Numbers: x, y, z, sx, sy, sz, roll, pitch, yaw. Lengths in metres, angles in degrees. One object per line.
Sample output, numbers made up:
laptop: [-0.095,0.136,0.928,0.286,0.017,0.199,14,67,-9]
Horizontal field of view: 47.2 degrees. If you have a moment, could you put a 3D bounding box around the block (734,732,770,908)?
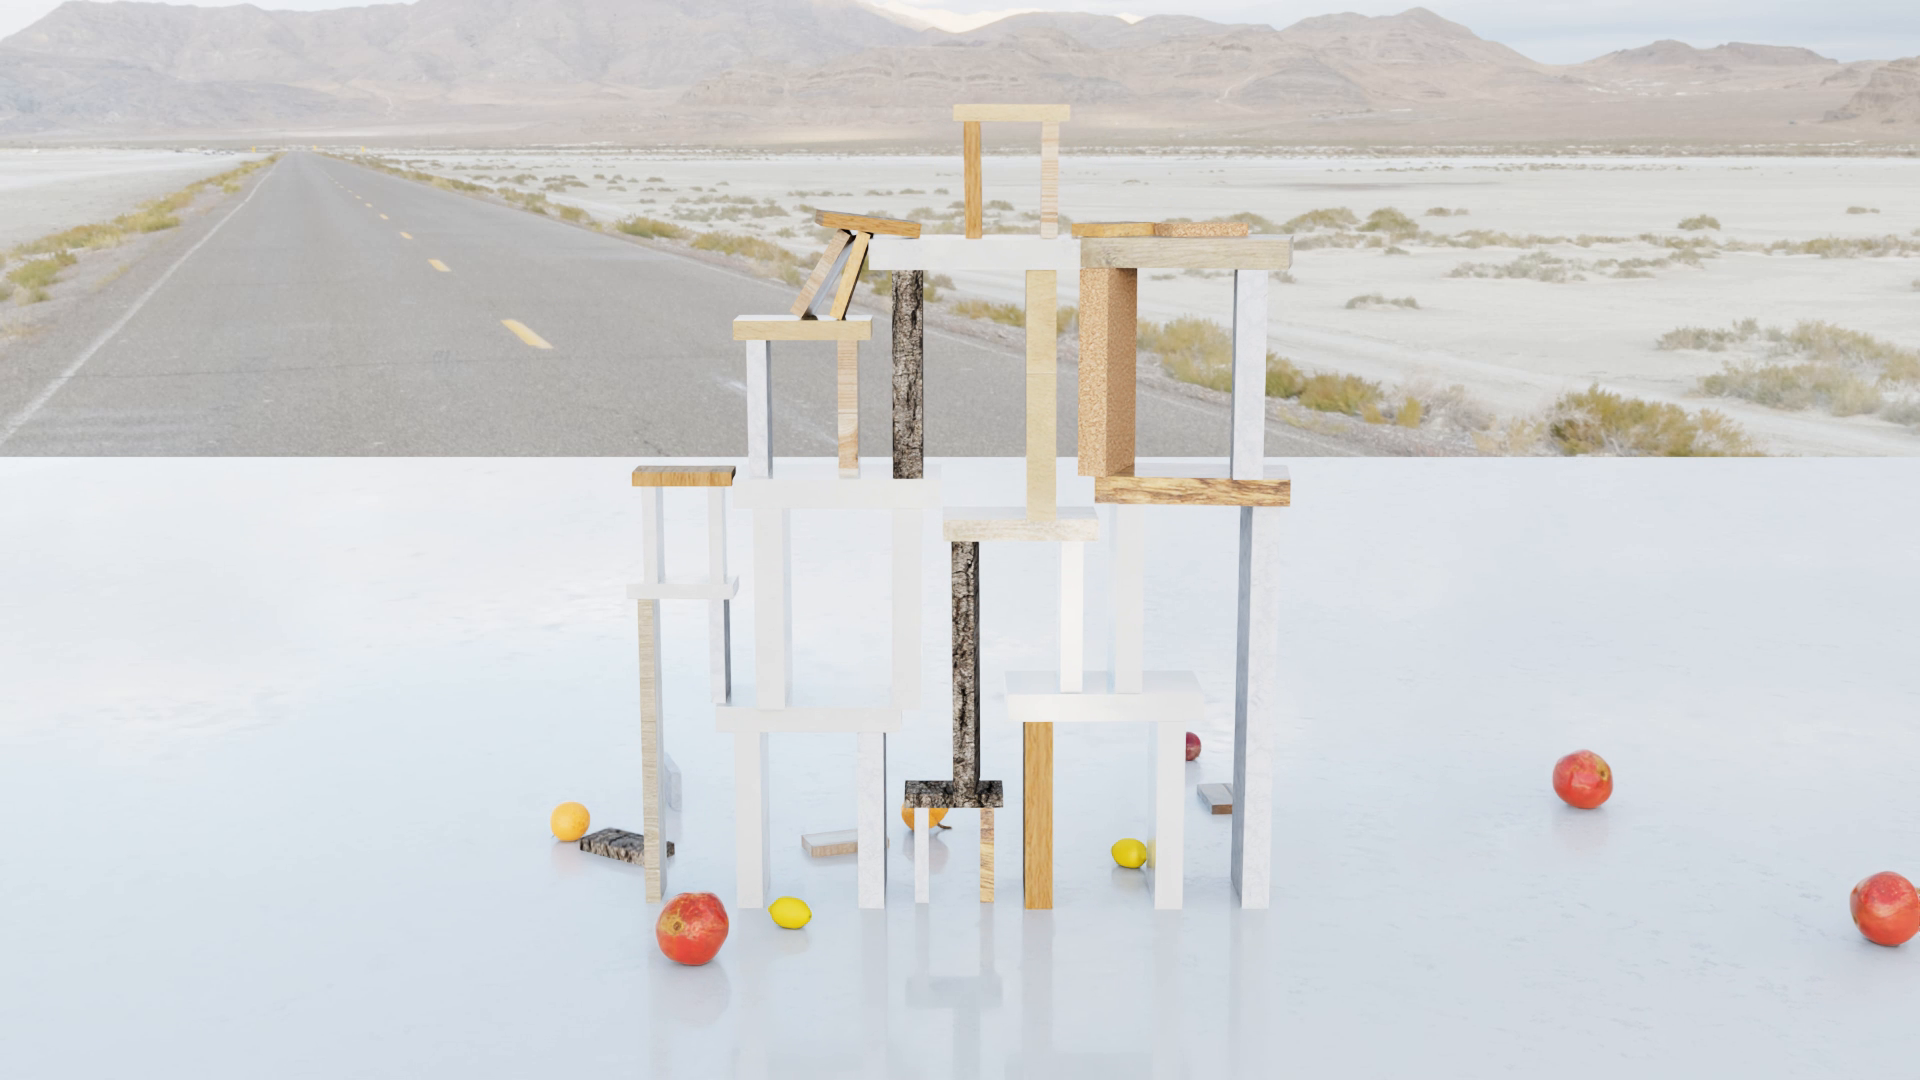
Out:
block: [-0.344,0.443,3.646,0.042,0.298,0.149,0,11,0]

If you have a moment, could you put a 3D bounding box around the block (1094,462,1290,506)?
block: [0.375,-0.091,3.547,0.308,0.044,0.154,1,11,6]

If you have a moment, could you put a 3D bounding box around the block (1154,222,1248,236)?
block: [0.389,-0.501,3.544,0.135,0.019,0.068,-4,11,-20]

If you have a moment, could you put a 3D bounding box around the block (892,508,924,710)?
block: [-0.085,0.096,3.571,0.046,0.327,0.163,0,11,0]

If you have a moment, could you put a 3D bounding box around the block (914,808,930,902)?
block: [-0.063,0.511,3.652,0.023,0.162,0.081,0,11,-1]

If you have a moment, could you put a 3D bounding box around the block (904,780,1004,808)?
block: [-0.010,0.420,3.635,0.162,0.023,0.081,0,11,0]

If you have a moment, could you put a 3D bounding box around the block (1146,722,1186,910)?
block: [0.340,0.434,3.643,0.045,0.317,0.158,0,11,0]

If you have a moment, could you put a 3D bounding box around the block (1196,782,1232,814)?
block: [0.495,0.489,4.160,0.067,0.019,0.135,-1,11,-6]

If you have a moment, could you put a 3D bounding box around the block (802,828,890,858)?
block: [-0.204,0.536,3.905,0.141,0.020,0.071,-4,11,-21]

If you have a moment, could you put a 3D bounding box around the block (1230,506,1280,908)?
block: [0.484,0.260,3.613,0.044,0.669,0.154,0,11,0]

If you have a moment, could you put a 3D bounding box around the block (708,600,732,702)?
block: [-0.392,0.172,3.589,0.024,0.172,0.086,0,11,0]

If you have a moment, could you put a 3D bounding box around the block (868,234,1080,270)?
block: [0.024,-0.455,3.473,0.327,0.046,0.163,0,11,1]

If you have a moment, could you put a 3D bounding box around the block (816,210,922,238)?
block: [-0.145,-0.498,3.459,0.155,0.022,0.077,5,11,-14]

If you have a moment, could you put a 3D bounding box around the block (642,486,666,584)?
block: [-0.495,-0.014,3.552,0.022,0.158,0.079,0,11,1]

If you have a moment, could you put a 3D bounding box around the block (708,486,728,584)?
block: [-0.391,-0.014,3.550,0.022,0.158,0.079,0,10,-2]

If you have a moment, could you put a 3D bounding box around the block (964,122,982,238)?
block: [0.020,-0.566,3.454,0.025,0.179,0.090,-1,11,1]

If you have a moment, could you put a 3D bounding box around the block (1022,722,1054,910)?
block: [0.128,0.434,3.643,0.045,0.317,0.158,0,11,0]

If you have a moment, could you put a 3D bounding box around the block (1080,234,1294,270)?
block: [0.363,-0.461,3.506,0.327,0.046,0.163,2,11,11]

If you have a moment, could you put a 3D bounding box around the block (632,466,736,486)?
block: [-0.443,-0.103,3.534,0.158,0.022,0.079,0,10,0]

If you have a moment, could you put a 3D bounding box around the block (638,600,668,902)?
block: [-0.506,0.339,3.620,0.024,0.512,0.086,0,11,0]

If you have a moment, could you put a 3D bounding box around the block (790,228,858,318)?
block: [-0.212,-0.427,3.503,0.022,0.155,0.077,34,16,5]

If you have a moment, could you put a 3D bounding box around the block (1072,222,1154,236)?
block: [0.250,-0.501,3.541,0.068,0.019,0.135,10,15,44]

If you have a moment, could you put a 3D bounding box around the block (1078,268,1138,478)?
block: [0.237,-0.275,3.525,0.046,0.327,0.163,4,11,20]

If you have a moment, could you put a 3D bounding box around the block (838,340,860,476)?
block: [-0.177,-0.218,3.523,0.030,0.215,0.108,0,11,0]

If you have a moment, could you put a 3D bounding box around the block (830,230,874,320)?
block: [-0.171,-0.420,3.477,0.020,0.141,0.071,20,11,-1]

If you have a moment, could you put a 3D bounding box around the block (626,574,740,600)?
block: [-0.449,0.075,3.570,0.172,0.024,0.086,0,11,1]

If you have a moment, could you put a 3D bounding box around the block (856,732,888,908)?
block: [-0.145,0.443,3.646,0.042,0.298,0.149,0,11,0]

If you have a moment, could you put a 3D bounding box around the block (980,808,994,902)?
block: [0.045,0.511,3.652,0.023,0.162,0.081,0,11,0]

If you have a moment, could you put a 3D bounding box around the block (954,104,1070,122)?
block: [0.079,-0.667,3.435,0.179,0.025,0.090,0,11,0]

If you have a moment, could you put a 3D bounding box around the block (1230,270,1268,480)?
block: [0.459,-0.270,3.498,0.046,0.327,0.163,1,11,5]

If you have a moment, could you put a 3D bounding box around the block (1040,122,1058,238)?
block: [0.140,-0.566,3.452,0.025,0.179,0.090,0,11,1]

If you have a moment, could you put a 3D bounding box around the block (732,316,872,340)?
block: [-0.248,-0.338,3.501,0.215,0.030,0.108,0,11,0]

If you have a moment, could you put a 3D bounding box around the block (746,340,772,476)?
block: [-0.321,-0.218,3.523,0.030,0.215,0.108,0,11,-1]

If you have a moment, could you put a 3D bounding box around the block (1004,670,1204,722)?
block: [0.233,0.255,3.612,0.317,0.045,0.158,0,11,-1]

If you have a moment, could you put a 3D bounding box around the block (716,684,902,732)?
block: [-0.245,0.276,3.614,0.298,0.042,0.149,0,11,0]

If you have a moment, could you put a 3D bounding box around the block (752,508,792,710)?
block: [-0.303,0.096,3.571,0.046,0.327,0.163,0,11,0]

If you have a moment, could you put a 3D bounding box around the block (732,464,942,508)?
block: [-0.194,-0.087,3.538,0.327,0.046,0.163,0,11,0]

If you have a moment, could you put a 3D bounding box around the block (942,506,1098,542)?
block: [0.096,-0.027,3.556,0.248,0.035,0.124,0,11,-1]

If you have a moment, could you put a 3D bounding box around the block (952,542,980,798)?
block: [0.010,0.199,3.598,0.035,0.424,0.124,1,11,5]

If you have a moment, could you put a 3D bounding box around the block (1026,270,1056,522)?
block: [0.129,-0.239,3.519,0.046,0.396,0.163,0,11,1]

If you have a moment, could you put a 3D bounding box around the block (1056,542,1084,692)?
block: [0.178,0.112,3.582,0.035,0.247,0.124,0,11,-1]

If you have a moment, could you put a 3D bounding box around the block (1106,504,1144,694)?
block: [0.269,0.081,3.586,0.044,0.308,0.154,0,11,-1]

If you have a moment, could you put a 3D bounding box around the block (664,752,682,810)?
block: [-0.554,0.458,4.188,0.020,0.071,0.141,-3,11,-18]

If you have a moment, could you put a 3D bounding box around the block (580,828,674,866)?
block: [-0.587,0.540,3.877,0.155,0.022,0.077,7,13,34]

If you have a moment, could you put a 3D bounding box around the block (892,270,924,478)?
block: [-0.083,-0.272,3.509,0.046,0.327,0.163,0,11,0]
